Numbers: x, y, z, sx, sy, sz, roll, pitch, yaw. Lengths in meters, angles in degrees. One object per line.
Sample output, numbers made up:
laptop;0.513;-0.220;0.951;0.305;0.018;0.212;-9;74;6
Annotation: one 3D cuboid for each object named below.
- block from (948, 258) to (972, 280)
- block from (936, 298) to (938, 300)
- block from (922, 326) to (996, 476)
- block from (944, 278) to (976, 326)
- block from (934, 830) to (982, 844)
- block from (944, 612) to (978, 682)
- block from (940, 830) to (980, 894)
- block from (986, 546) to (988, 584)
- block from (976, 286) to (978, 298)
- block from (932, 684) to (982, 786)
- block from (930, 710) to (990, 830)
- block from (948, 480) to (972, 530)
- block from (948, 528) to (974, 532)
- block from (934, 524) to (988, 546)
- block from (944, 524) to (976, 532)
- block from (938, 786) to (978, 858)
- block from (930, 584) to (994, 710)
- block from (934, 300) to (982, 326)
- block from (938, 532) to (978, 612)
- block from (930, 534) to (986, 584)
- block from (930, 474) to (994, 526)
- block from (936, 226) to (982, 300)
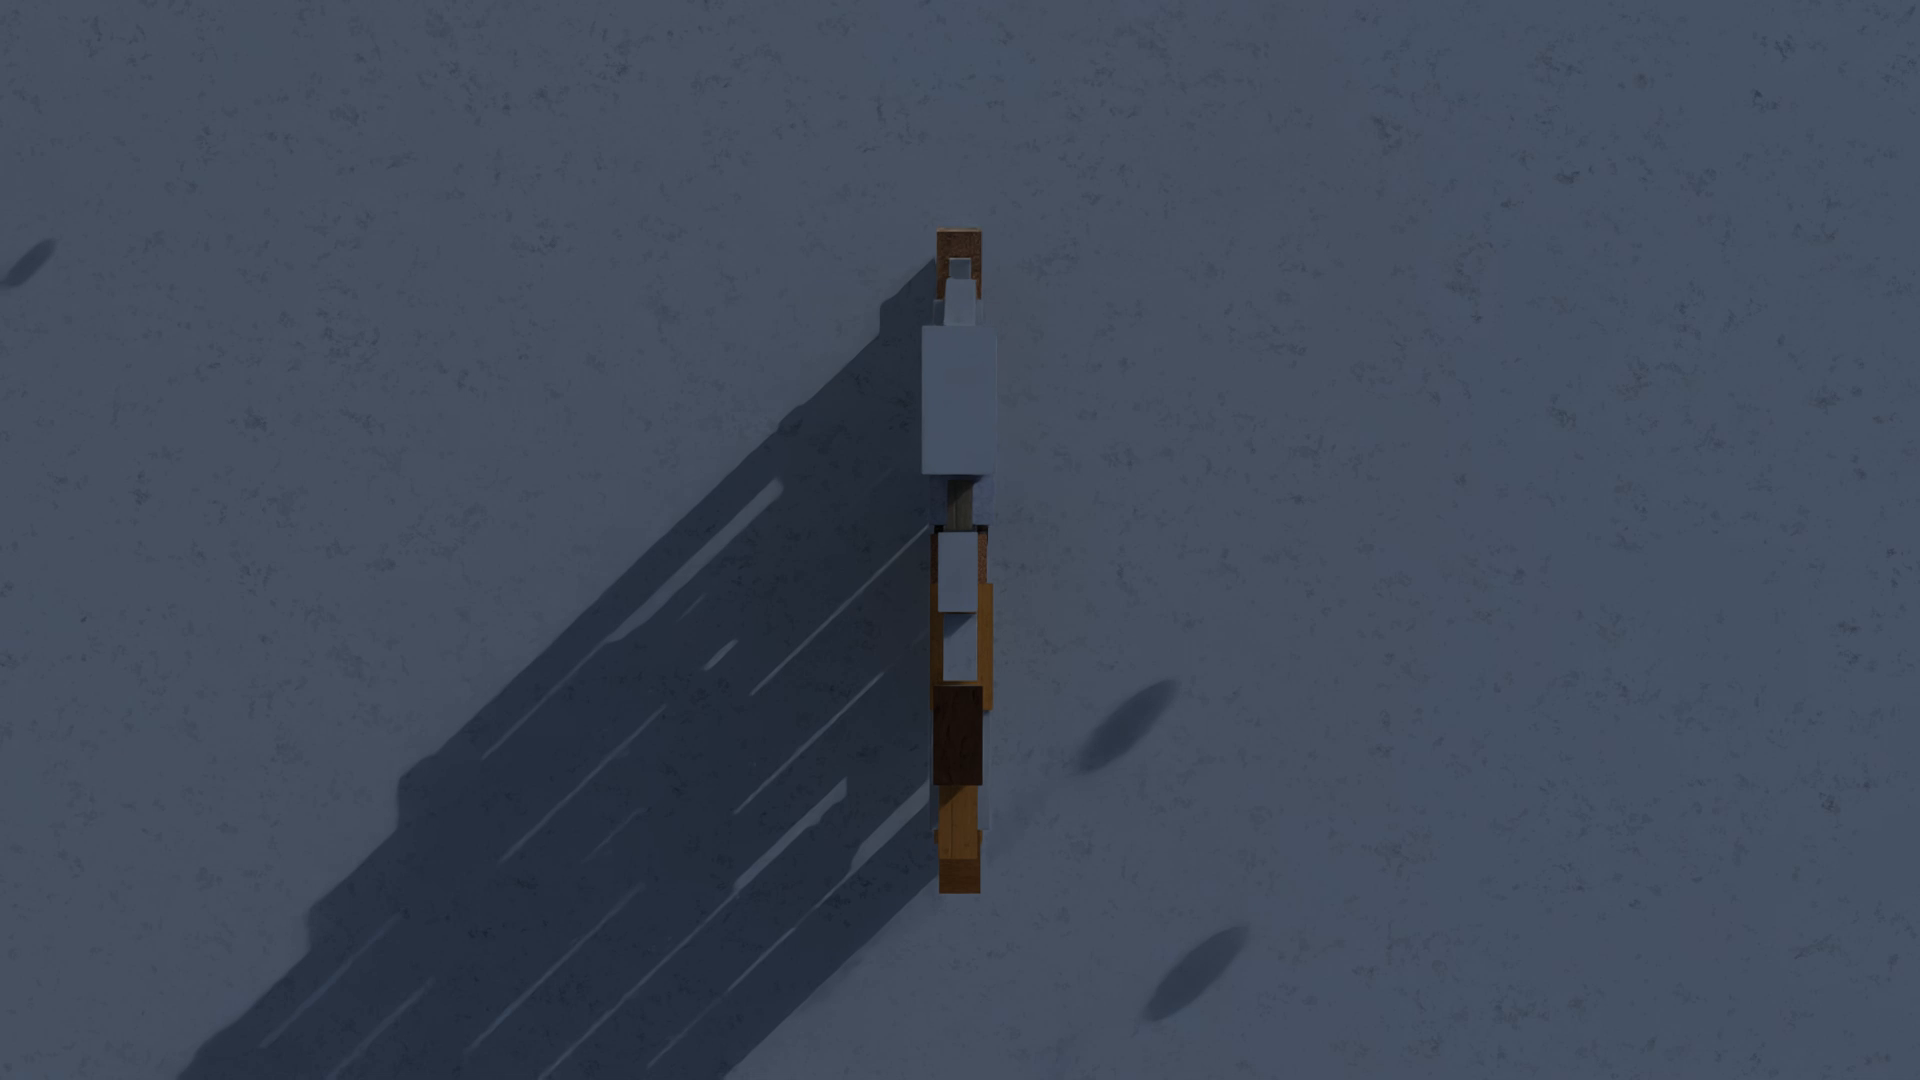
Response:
block;0.000;-0.736;4.656;0.063;0.018;0.125;0;120;0
block;-0.006;-0.703;5.000;0.130;0.260;0.037;2;89;-1
block;-0.002;-0.335;3.974;0.178;0.050;0.356;0;90;0
block;-0.001;-0.599;4.289;0.078;0.022;0.157;3;87;0
block;-0.004;0.771;5.004;0.147;0.042;0.293;0;90;0
block;0.001;0.269;4.162;0.086;0.024;0.171;0;90;0
block;-0.001;0.892;4.731;0.118;0.033;0.236;0;90;0
block;-0.001;0.199;5.118;0.178;0.050;0.356;0;90;0
block;0.006;-0.648;4.382;0.078;0.157;0.022;2;87;0
block;-0.005;0.483;4.083;0.122;0.035;0.245;0;90;0
block;-0.001;0.611;4.401;0.159;0.045;0.318;0;90;0
block;0.000;-0.090;4.219;0.063;0.018;0.127;0;90;0
block;0.004;0.037;4.572;0.072;0.020;0.143;0;90;0
block;0.004;-0.152;5.141;0.167;0.047;0.335;0;90;0
block;0.000;-0.120;4.908;0.098;0.028;0.196;0;90;0
block;-0.005;0.706;4.170;0.097;0.028;0.194;0;90;0
block;0.004;0.282;4.369;0.167;0.047;0.333;0;90;0
block;-0.004;-0.520;4.472;0.131;0.037;0.261;-1;87;0
block;-0.005;0.080;4.133;0.099;0.028;0.198;0;90;0
block;-0.004;0.144;4.748;0.161;0.046;0.322;0;90;0
block;0.005;-0.212;4.380;0.172;0.049;0.344;0;90;0
block;-0.002;-0.779;4.793;0.130;0.037;0.260;0;121;0
